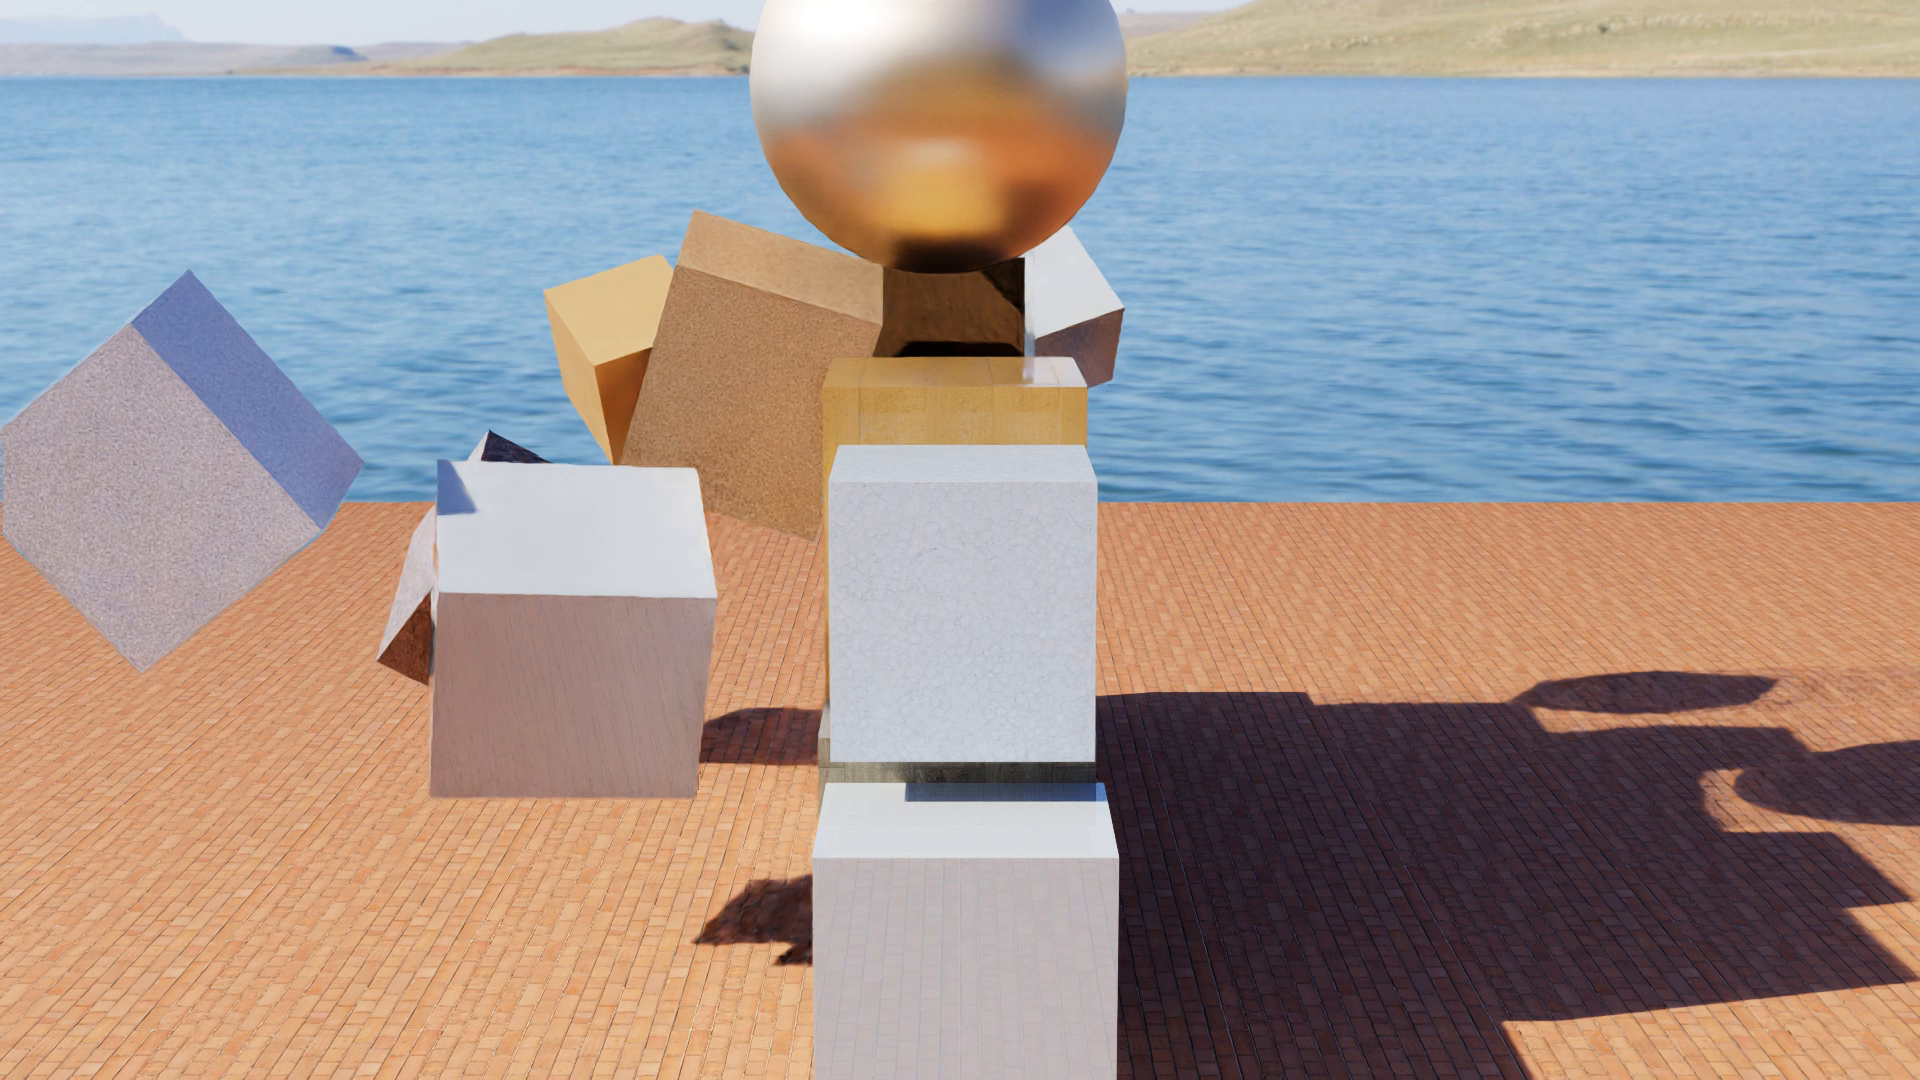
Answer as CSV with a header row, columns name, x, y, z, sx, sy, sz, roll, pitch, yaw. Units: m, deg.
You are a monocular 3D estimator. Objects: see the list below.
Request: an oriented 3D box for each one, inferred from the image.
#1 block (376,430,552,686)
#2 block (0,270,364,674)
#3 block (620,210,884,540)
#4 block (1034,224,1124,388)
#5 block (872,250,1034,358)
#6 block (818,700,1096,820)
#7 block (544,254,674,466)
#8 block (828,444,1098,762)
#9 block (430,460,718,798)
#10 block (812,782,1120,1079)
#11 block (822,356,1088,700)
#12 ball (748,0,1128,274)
name,x,y,z,sx,sy,sz,roll,pitch,yaw
block,-2.322,0.219,13.223,0.880,0.853,1.010,29,35,-21
block,-3.049,-0.276,9.847,0.919,1.011,0.829,-37,16,11
block,-0.898,-0.731,11.120,0.878,0.993,0.970,16,19,-7
block,0.416,-1.176,13.374,0.560,0.592,0.687,-21,59,-18
block,-0.020,-1.044,12.057,0.694,0.617,0.730,1,10,5
block,-0.010,1.180,9.884,1.006,1.143,1.073,0,10,0
block,-1.518,-0.850,12.088,0.593,0.591,0.702,-20,42,-17
block,0.008,0.207,9.276,0.920,0.987,0.883,0,10,0
block,-1.530,0.347,9.965,1.010,0.951,0.895,2,33,-13
block,0.018,1.439,8.919,1.004,0.977,0.900,0,10,0
block,-0.024,-0.071,10.202,0.990,1.205,1.034,0,10,-1
ball,-0.088,-1.924,10.831,1.600,1.600,1.600,0,10,0
